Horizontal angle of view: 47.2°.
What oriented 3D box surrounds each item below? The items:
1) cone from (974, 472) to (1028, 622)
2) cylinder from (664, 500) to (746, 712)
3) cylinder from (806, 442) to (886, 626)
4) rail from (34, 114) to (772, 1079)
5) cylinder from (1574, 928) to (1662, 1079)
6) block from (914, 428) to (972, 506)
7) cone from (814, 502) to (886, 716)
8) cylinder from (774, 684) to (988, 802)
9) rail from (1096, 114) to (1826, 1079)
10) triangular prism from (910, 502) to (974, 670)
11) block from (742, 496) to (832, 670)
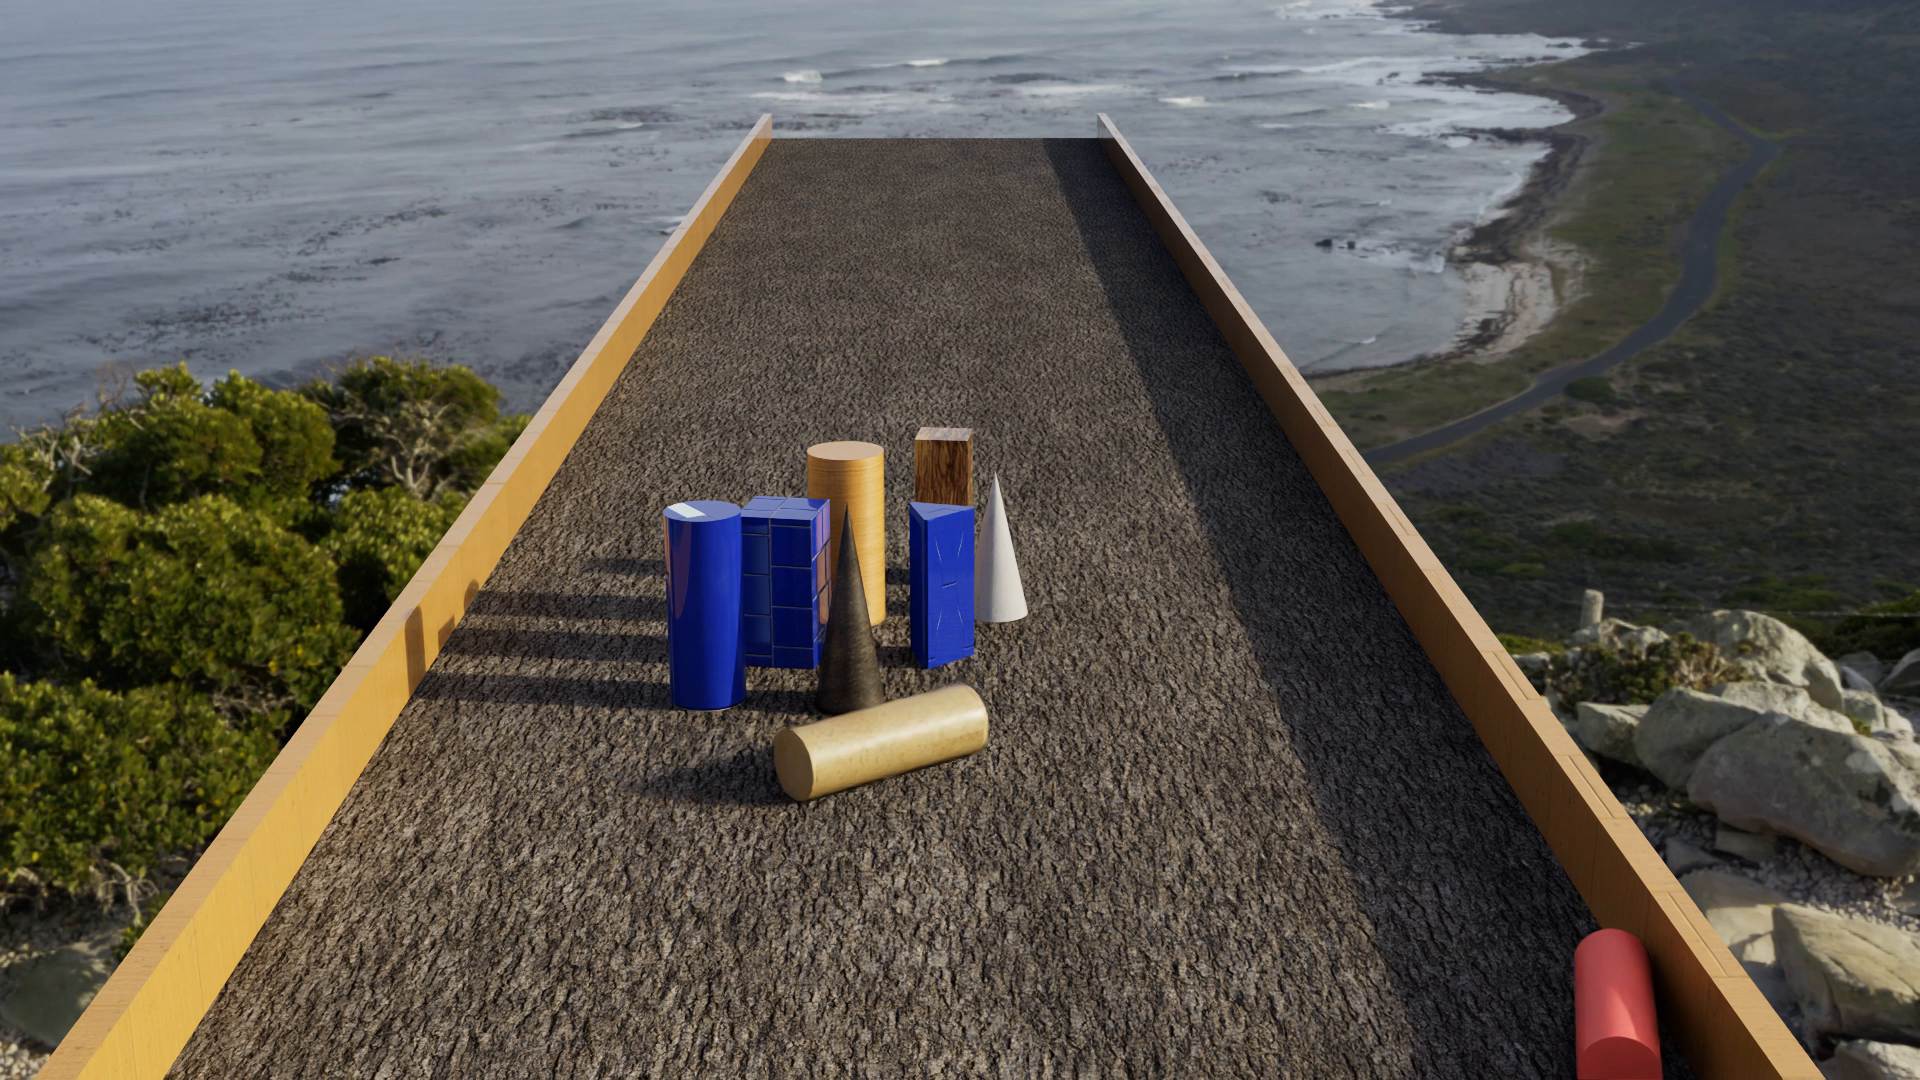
[{"bbox_3d":[0.074,0.003,4.666,0.143,0.313,0.143,0,17,0],"label":"cone"},{"bbox_3d":[-0.481,0.124,4.156,0.145,0.372,0.145,0,17,0],"label":"cylinder"},{"bbox_3d":[-0.238,-0.011,4.625,0.160,0.365,0.160,0,17,0],"label":"cylinder"},{"bbox_3d":[-1.118,-0.838,7.780,0.050,0.150,12.000,0,17,-1],"label":"rail"},{"bbox_3d":[0.871,0.632,2.920,0.104,0.104,0.308,4,17,14],"label":"cylinder"},{"bbox_3d":[-0.035,-0.074,4.889,0.116,0.334,0.116,2,17,6],"label":"block"},{"bbox_3d":[-0.209,0.120,4.121,0.136,0.401,0.136,0,17,0],"label":"cone"},{"bbox_3d":[-0.135,0.350,3.829,0.369,0.126,0.126,-12,20,-35],"label":"cylinder"},{"bbox_3d":[0.932,-0.844,7.801,0.050,0.150,12.000,0,17,-1],"label":"rail"},{"bbox_3d":[-0.059,0.084,4.403,0.132,0.309,0.114,-15,22,-42],"label":"triangular prism"},{"bbox_3d":[-0.351,0.084,4.403,0.154,0.309,0.154,3,17,10],"label":"block"}]
